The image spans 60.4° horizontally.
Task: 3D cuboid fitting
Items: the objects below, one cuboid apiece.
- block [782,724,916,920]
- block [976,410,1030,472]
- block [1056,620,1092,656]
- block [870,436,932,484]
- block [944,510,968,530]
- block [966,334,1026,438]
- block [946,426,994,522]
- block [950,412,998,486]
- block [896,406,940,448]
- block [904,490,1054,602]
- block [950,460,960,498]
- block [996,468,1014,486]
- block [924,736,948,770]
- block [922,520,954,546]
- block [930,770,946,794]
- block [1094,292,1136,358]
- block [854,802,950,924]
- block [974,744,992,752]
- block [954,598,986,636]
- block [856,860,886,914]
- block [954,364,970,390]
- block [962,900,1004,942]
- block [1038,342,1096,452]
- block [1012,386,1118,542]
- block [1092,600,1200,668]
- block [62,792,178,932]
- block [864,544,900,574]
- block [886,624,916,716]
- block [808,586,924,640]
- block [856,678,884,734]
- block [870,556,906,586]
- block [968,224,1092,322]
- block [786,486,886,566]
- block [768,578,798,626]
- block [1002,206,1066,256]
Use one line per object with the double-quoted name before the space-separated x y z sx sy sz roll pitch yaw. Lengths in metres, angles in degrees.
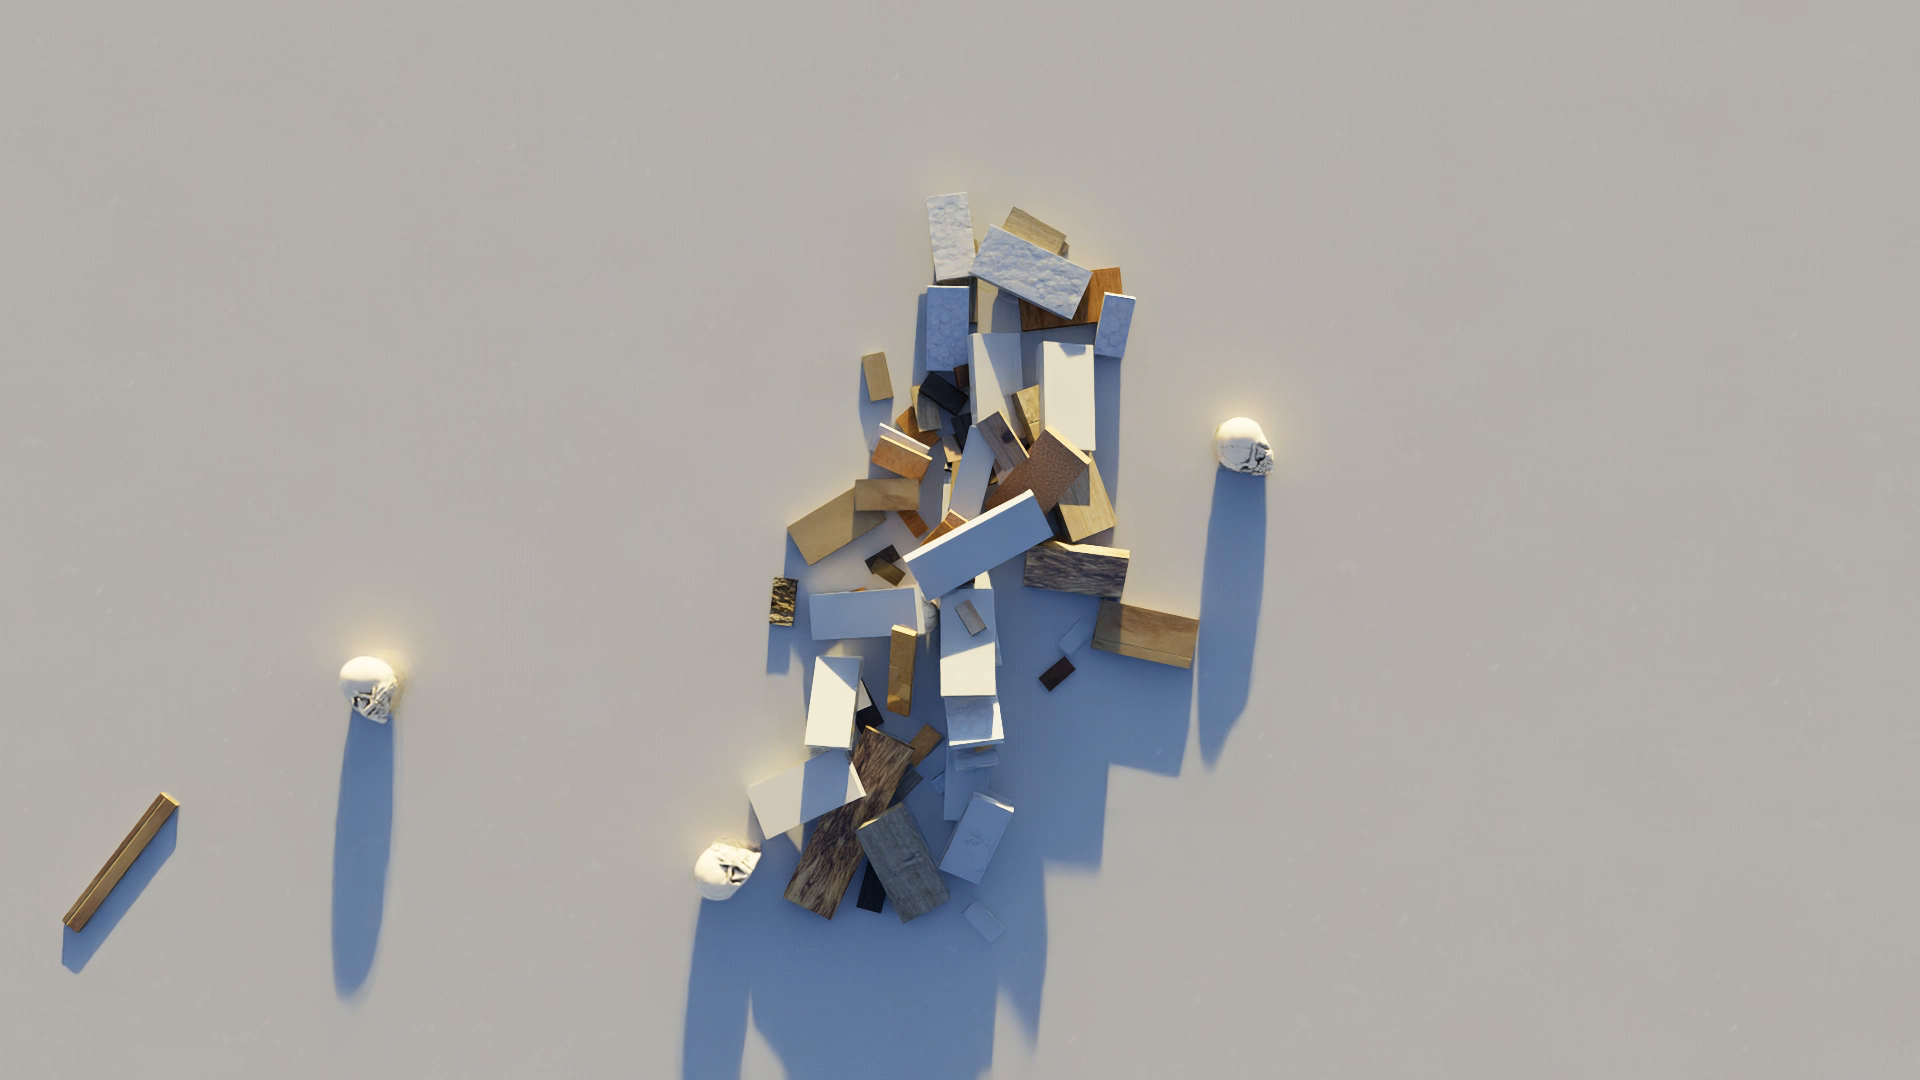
"block" -0.367 0.935 5.462 0.179 0.051 0.627 26 92 -1
"block" 0.137 -0.320 5.315 0.090 0.026 0.181 -30 95 18
"block" 0.382 0.326 5.492 0.058 0.016 0.115 43 90 0
"block" -0.194 -0.266 5.457 0.181 0.026 0.090 25 109 1
"block" -0.046 0.016 5.365 0.104 0.029 0.208 33 102 -5
"block" 0.120 -0.508 5.443 0.171 0.048 0.342 -4 90 -24
"block" 0.033 -0.172 5.372 0.104 0.029 0.390 15 97 -1
"block" 0.048 -0.296 5.460 0.076 0.022 0.253 -19 79 -8
"block" -0.141 -0.368 5.490 0.073 0.021 0.146 -41 90 0
"block" 0.061 0.019 5.333 0.463 0.047 0.165 -28 117 -1
"block" 0.008 -0.180 5.411 0.076 0.022 0.153 5 86 1
"block" 0.185 -0.169 5.468 0.075 0.021 0.149 -36 90 0
"block" -0.061 0.710 5.493 0.052 0.015 0.104 45 90 0
"block" -0.069 -0.007 5.338 0.054 0.015 0.109 42 102 -7
"block" -0.040 0.794 5.493 0.104 0.015 0.052 -35 90 0
"block" 0.508 -0.709 5.444 0.101 0.029 0.203 8 112 -6
"block" -0.191 1.065 5.438 0.179 0.051 0.358 -27 100 -5
"block" 0.046 0.599 5.394 0.058 0.016 0.188 -21 65 -6
"block" 0.034 0.251 5.347 0.055 0.016 0.110 -31 76 -6
"block" -0.282 1.147 5.488 0.086 0.024 0.171 15 90 0
"block" 0.054 -0.552 5.459 0.146 0.021 0.073 -17 99 -21
"block" 0.077 1.269 5.490 0.135 0.019 0.068 45 90 0
"block" 0.350 -0.469 5.421 0.176 0.050 0.353 2 82 -19
"block" 0.346 -0.264 5.445 0.176 0.050 0.523 -21 90 -21
"block" 0.615 0.312 5.477 0.329 0.047 0.165 12 90 0
"block" -2.795 1.074 5.490 0.068 0.019 0.537 38 90 0
"block" -0.258 0.065 5.492 0.109 0.015 0.054 -30 90 0
"block" -0.191 0.429 5.371 0.077 0.022 0.359 17 130 15
"block" -0.307 0.241 5.381 0.410 0.042 0.149 -5 90 29
"block" -0.329 0.550 5.488 0.086 0.024 0.171 -27 90 0
"block" -0.241 0.103 5.480 0.110 0.016 0.055 34 95 -11
"block" 0.231 -0.876 5.411 0.371 0.048 0.171 25 88 -4
"block" -0.410 -0.054 5.479 0.298 0.042 0.149 -31 90 0
"block" -0.588 0.205 5.489 0.077 0.022 0.155 6 90 0
"block" 0.241 -1.009 5.457 0.203 0.029 0.101 29 90 0
